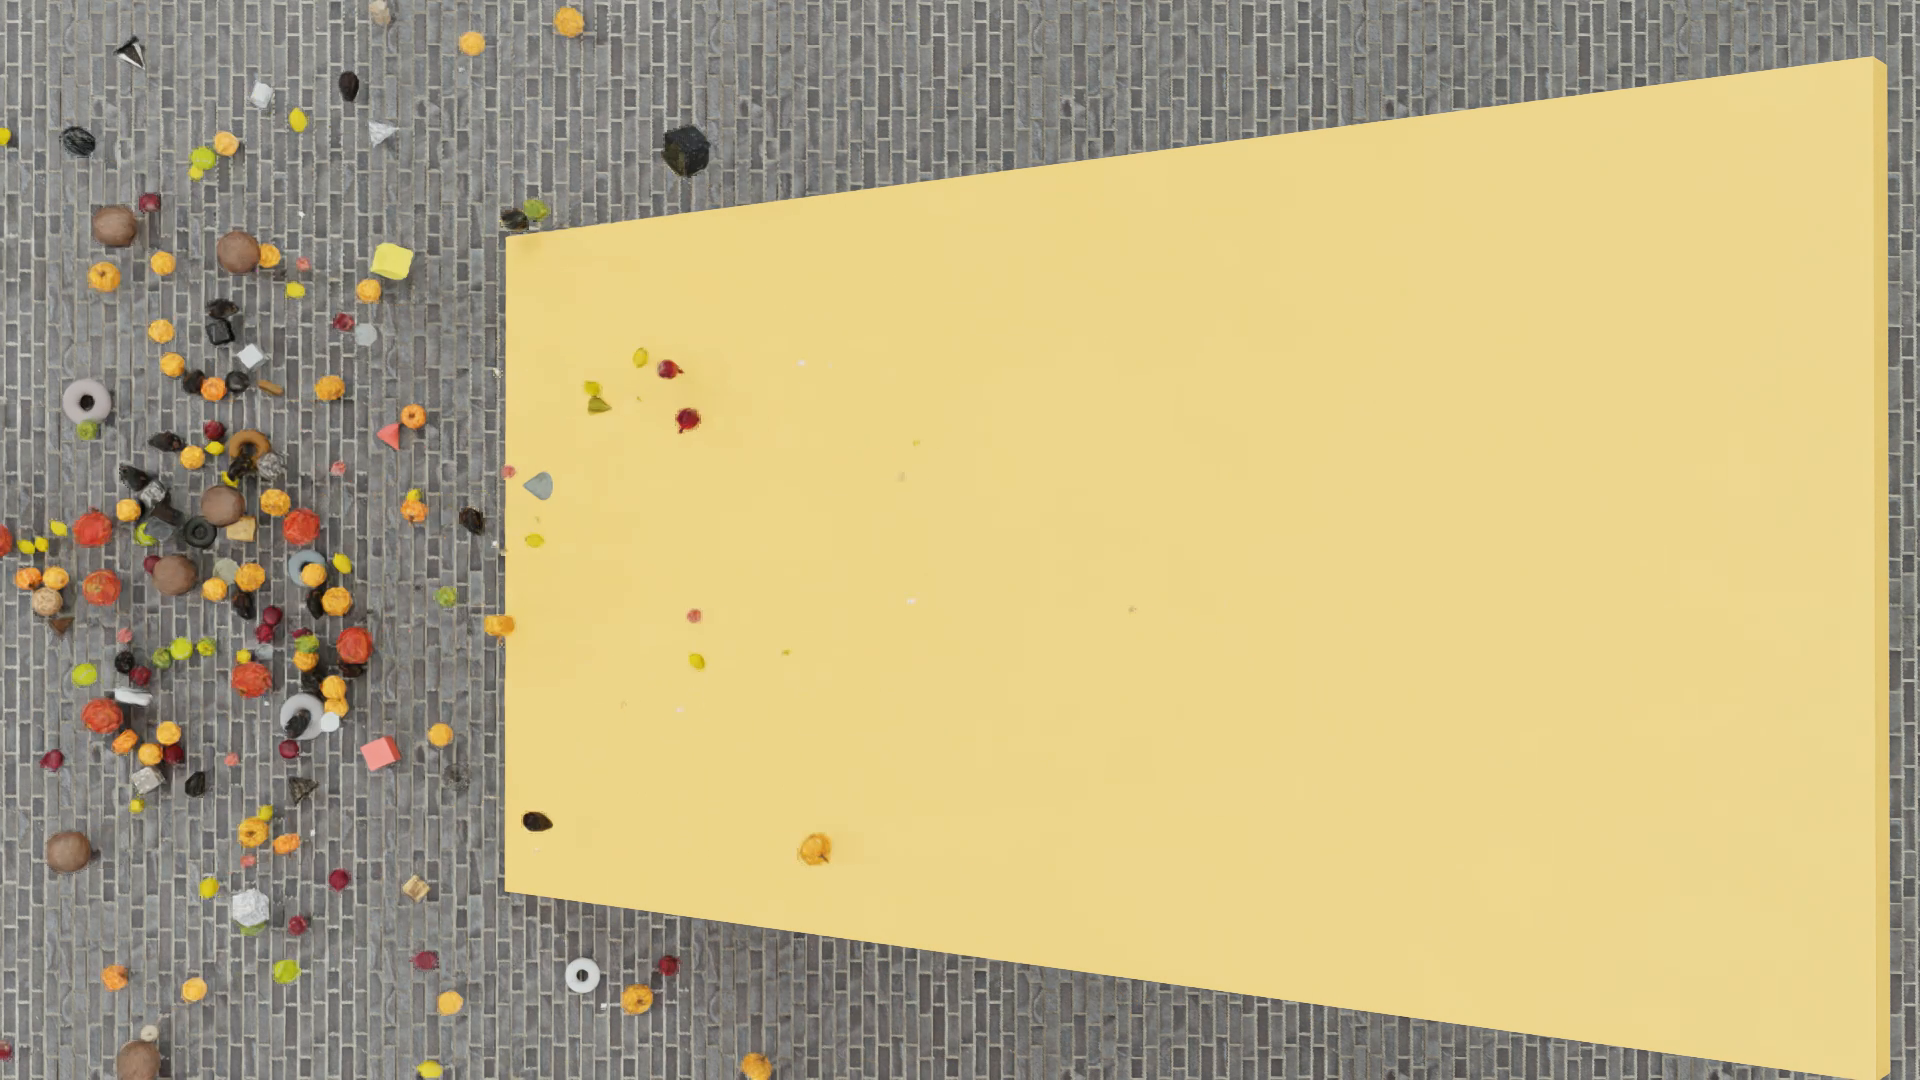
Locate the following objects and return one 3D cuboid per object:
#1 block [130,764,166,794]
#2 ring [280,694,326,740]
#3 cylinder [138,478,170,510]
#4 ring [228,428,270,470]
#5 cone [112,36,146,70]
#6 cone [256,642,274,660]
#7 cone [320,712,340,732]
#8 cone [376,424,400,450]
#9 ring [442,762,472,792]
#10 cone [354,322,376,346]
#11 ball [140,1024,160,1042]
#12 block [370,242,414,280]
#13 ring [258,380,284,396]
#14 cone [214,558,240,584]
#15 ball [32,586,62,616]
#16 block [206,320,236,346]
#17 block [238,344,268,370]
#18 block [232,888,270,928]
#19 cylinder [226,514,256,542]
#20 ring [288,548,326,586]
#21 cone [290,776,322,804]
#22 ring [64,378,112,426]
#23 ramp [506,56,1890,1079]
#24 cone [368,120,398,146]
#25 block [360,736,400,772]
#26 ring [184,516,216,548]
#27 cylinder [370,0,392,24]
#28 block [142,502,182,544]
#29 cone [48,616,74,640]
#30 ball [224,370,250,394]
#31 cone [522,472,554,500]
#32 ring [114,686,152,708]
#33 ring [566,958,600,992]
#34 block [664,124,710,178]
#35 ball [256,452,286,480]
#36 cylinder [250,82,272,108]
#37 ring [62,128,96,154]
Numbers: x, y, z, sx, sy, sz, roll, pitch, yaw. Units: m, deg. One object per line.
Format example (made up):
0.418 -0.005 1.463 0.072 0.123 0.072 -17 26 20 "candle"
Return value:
-2.496 0.736 6.765 0.065 0.065 0.065 -29 90 0 "block"
-2.022 0.545 6.776 0.146 0.049 0.146 0 90 1 "ring"
-2.481 -0.140 6.769 0.069 0.069 0.069 -43 90 0 "cylinder"
-2.190 -0.280 6.779 0.128 0.043 0.128 -1 98 -4 "ring"
-2.548 -1.492 6.792 0.095 0.095 0.095 -36 116 0 "cone"
-2.151 0.344 6.772 0.057 0.057 0.057 0 90 0 "cone"
-1.906 0.563 6.694 0.062 0.062 0.062 -3 70 8 "cone"
-1.750 -0.307 6.788 0.075 0.075 0.075 -21 118 0 "cone"
-1.552 0.731 6.784 0.088 0.029 0.088 0 88 0 "ring"
-1.841 -0.636 6.772 0.072 0.072 0.072 0 90 0 "cone"
-2.492 1.518 6.764 0.056 0.056 0.056 0 90 0 "ball"
-1.737 -0.852 6.728 0.083 0.083 0.083 19 77 -37 "block"
-2.120 -0.467 6.763 0.080 0.080 0.027 20 76 0 "ring"
-2.270 0.098 6.761 0.082 0.082 0.082 0 90 0 "cone"
-2.805 0.188 6.758 0.088 0.088 0.088 0 90 0 "ball"
-2.280 -0.638 6.778 0.060 0.060 0.060 -18 90 0 "block"
-2.179 -0.564 6.778 0.057 0.057 0.057 -38 90 0 "block"
-2.164 1.123 6.710 0.076 0.076 0.076 -23 51 9 "block"
-2.206 -0.037 6.754 0.079 0.079 0.079 4 90 -13 "cylinder"
-2.013 0.086 6.783 0.118 0.039 0.118 0 89 -1 "ring"
-2.010 0.760 6.777 0.092 0.092 0.092 -11 90 -27 "cone"
-2.691 -0.424 6.781 0.150 0.050 0.150 0 90 1 "ring"
0.227 0.064 5.545 4.000 0.100 2.000 0 89 38 "ramp"
-1.772 -1.260 6.773 0.088 0.088 0.088 -13 90 -13 "cone"
-1.780 0.654 6.759 0.080 0.080 0.080 -24 90 0 "block"
-2.345 -0.025 6.787 0.102 0.034 0.102 0 89 -1 "ring"
-1.785 -1.626 6.778 0.052 0.052 0.052 -4 54 5 "cylinder"
-2.442 -0.054 6.731 0.077 0.077 0.077 27 120 -20 "block"
-2.762 0.256 6.784 0.072 0.072 0.072 -37 90 -29 "cone"
-2.226 -0.487 6.770 0.072 0.072 0.072 0 90 0 "ball"
-1.279 -0.162 6.585 0.087 0.087 0.087 0 89 38 "cone"
-2.529 0.478 6.727 0.111 0.111 0.037 19 103 0 "ring"
-1.163 1.341 6.776 0.109 0.036 0.109 0 89 1 "ring"
-0.774 -1.102 6.227 0.090 0.090 0.090 -27 61 -31 "block"
-2.113 -0.227 6.744 0.088 0.088 0.088 0 90 0 "ball"
-2.151 -1.370 6.770 0.055 0.055 0.055 15 76 0 "cylinder"
-2.705 -1.224 6.750 0.098 0.098 0.033 2 50 0 "ring"
